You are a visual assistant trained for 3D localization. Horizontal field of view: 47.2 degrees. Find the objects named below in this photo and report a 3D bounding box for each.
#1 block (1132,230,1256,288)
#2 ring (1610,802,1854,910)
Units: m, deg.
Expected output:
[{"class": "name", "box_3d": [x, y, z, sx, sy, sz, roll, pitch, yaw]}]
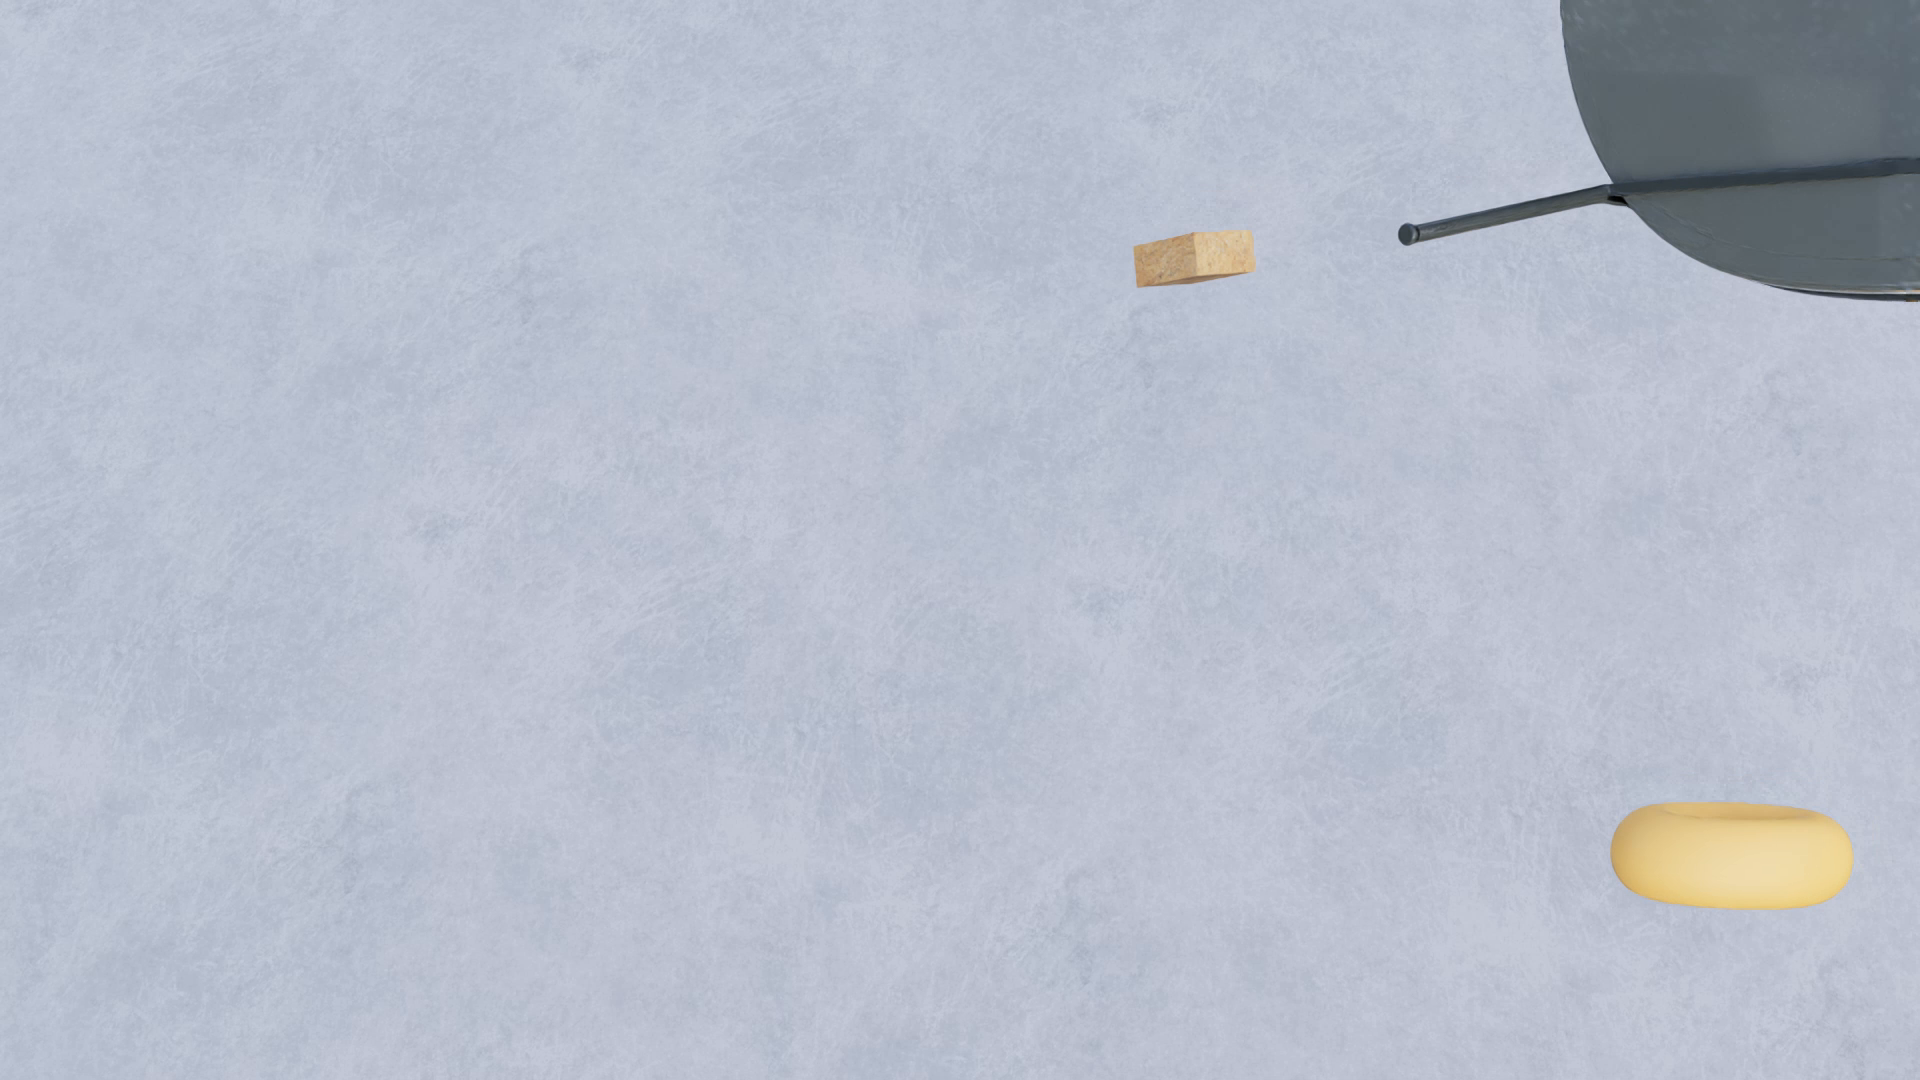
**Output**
[{"class": "block", "box_3d": [0.386, -0.465, 3.633, 0.119, 0.170, 0.069, -8, 93, -30]}, {"class": "ring", "box_3d": [1.247, 0.508, 3.555, 0.390, 0.246, 0.143, 1, 93, -3]}]
